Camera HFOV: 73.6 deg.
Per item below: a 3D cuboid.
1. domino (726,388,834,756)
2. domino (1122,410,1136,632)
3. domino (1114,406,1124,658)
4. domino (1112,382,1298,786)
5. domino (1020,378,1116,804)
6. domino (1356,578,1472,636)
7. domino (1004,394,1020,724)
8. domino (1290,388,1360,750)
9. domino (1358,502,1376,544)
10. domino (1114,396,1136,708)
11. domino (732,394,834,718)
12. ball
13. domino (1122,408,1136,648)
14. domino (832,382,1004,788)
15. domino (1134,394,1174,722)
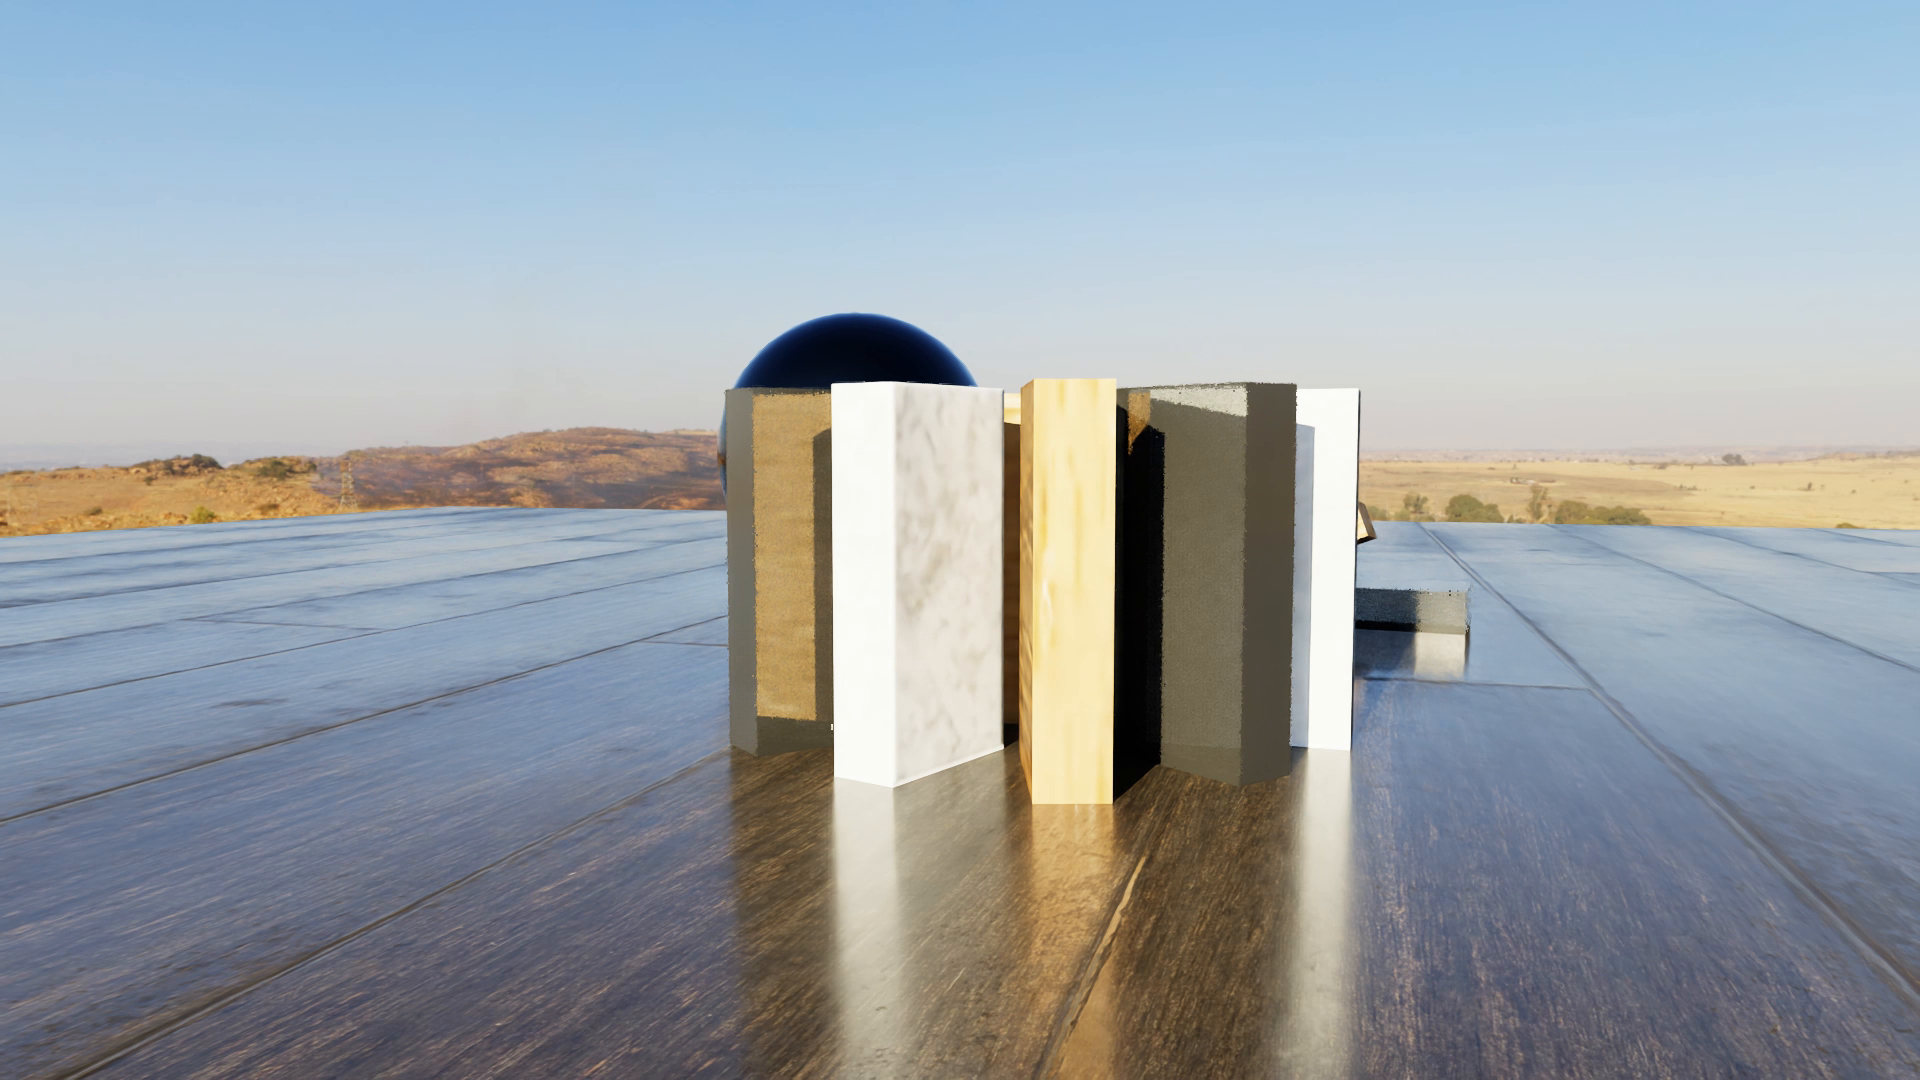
[{"bbox_3d":[-0.020,0.004,0.183,0.025,0.050,0.009,-3,5,-33],"label":"domino"},{"bbox_3d":[0.044,-0.004,0.291,0.025,0.050,0.010,3,5,33],"label":"domino"},{"bbox_3d":[0.020,-0.002,0.260,0.025,0.050,0.010,4,6,40],"label":"domino"},{"bbox_3d":[0.031,0.005,0.170,0.009,0.050,0.025,-3,5,-37],"label":"domino"},{"bbox_3d":[0.013,0.005,0.163,0.009,0.050,0.025,0,4,-1],"label":"domino"},{"bbox_3d":[0.095,0.015,0.307,0.050,0.009,0.025,2,5,24],"label":"domino"},{"bbox_3d":[0.003,0.003,0.199,0.025,0.050,0.010,1,4,12],"label":"domino"},{"bbox_3d":[0.044,0.004,0.185,0.025,0.050,0.010,2,5,19],"label":"domino"},{"bbox_3d":[0.081,0.003,0.333,0.050,0.010,0.025,-21,-9,21],"label":"domino"},{"bbox_3d":[0.028,0.001,0.219,0.010,0.050,0.025,1,4,14],"label":"domino"},{"bbox_3d":[-0.023,0.002,0.204,0.025,0.050,0.009,2,5,20],"label":"domino"},{"bbox_3d":[-0.030,-0.025,0.371,0.080,0.080,0.080,0,4,0],"label":"ball"},{"bbox_3d":[0.032,-0.003,0.275,0.025,0.050,0.009,3,5,37],"label":"domino"},{"bbox_3d":[-0.005,0.005,0.170,0.010,0.050,0.025,3,5,35],"label":"domino"},{"bbox_3d":[0.041,0.002,0.204,0.025,0.050,0.010,-2,5,-24],"label":"domino"}]
